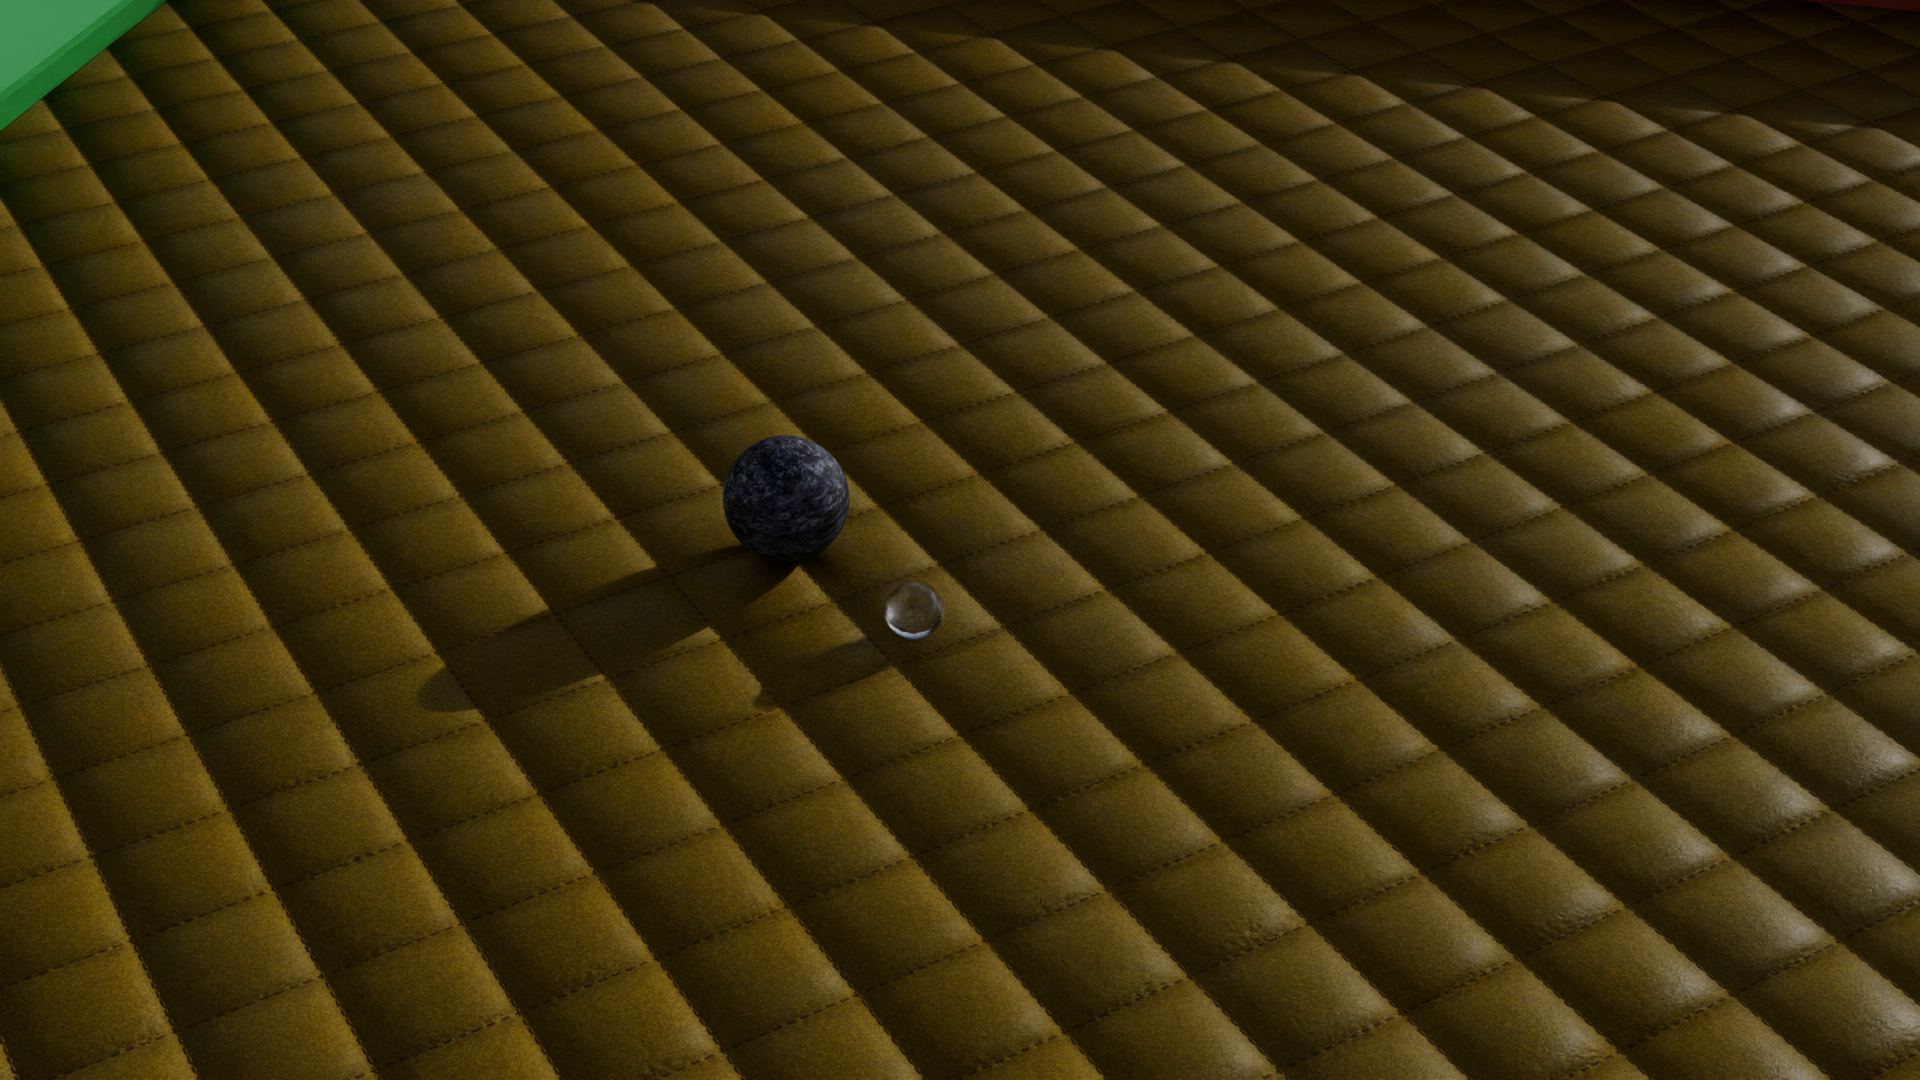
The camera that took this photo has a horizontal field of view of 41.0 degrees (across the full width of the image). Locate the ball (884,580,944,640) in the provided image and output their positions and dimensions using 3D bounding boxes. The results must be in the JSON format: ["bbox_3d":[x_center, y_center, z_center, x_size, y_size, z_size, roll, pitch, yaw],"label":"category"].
[{"bbox_3d":[-0.032,0.049,1.792,0.042,0.042,0.042,0,35,0],"label":"ball"}]

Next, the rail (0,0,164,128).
[{"bbox_3d":[-1.022,-0.171,2.041,0.045,0.119,2.486,8,35,12],"label":"rail"}]

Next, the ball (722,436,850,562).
[{"bbox_3d":[-0.126,-0.030,1.862,0.092,0.092,0.092,0,35,0],"label":"ball"}]

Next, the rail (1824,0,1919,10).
[{"bbox_3d":[1.342,-0.549,2.587,4.311,0.119,0.045,8,35,12],"label":"rail"}]
